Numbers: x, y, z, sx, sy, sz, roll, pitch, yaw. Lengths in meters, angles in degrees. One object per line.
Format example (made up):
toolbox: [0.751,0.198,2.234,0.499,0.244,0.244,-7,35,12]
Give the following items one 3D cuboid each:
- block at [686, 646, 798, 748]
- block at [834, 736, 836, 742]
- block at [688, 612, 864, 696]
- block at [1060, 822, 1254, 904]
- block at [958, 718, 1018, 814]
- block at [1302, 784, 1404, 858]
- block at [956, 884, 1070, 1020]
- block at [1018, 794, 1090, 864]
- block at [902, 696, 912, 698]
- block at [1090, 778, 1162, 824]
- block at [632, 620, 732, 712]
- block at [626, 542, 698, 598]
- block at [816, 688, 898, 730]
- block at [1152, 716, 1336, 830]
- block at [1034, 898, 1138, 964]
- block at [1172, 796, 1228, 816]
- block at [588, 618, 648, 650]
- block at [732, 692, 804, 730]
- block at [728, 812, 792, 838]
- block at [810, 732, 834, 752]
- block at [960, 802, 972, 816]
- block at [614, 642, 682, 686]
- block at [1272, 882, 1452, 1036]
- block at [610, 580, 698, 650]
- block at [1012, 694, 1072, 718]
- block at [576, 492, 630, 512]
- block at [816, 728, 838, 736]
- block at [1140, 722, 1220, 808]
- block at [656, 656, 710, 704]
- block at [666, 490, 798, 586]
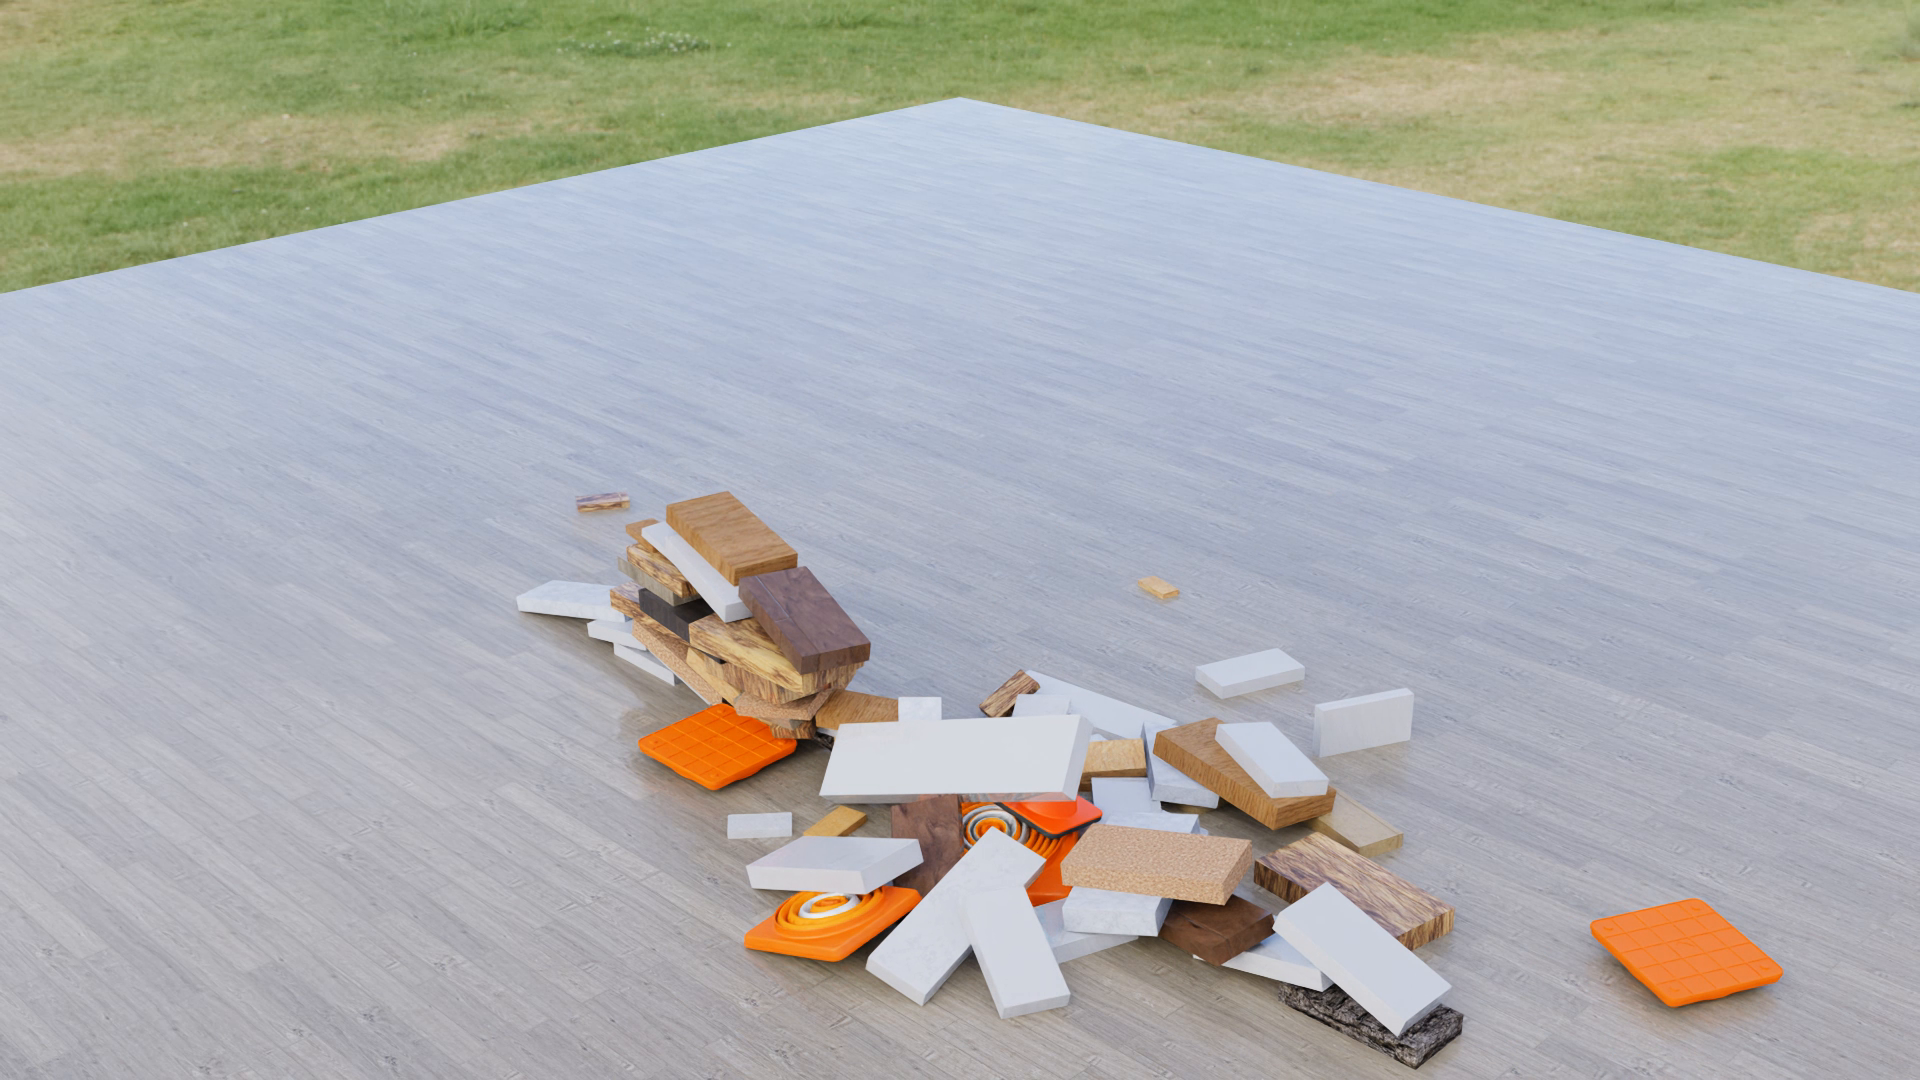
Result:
block: [-0.436,0.317,4.830,0.161,0.046,0.322,-23,49,-39]
block: [-0.174,0.444,4.605,0.087,0.025,0.175,-32,51,-31]
block: [-0.384,0.218,4.579,0.347,0.049,0.174,20,32,39]
block: [0.361,0.592,4.037,0.315,0.045,0.158,3,23,27]
block: [0.017,0.462,4.500,0.117,0.033,0.233,-6,42,-42]
block: [0.769,0.563,4.393,0.111,0.031,0.222,-13,26,-27]
block: [0.093,0.727,3.894,0.123,0.035,0.246,-8,45,-18]
block: [0.188,0.552,4.368,0.117,0.033,0.233,-4,33,-10]
block: [-0.109,0.395,4.799,0.087,0.025,0.175,6,24,14]
block: [0.336,0.557,4.399,0.134,0.038,0.267,0,23,0]
block: [-0.576,0.255,4.958,0.161,0.046,0.322,-23,47,-39]
block: [-0.626,0.054,4.890,0.126,0.036,0.252,-17,28,-32]
block: [-0.187,0.365,4.573,0.202,0.029,0.101,9,34,18]
block: [0.573,0.469,4.454,0.172,0.049,0.345,-10,28,-39]
block: [0.180,0.716,4.025,0.265,0.037,0.132,-12,26,-26]
block: [0.509,0.523,4.503,0.139,0.020,0.070,-17,28,-34]
block: [-0.756,0.209,5.134,0.114,0.032,0.229,-21,20,-40]
block: [-0.387,0.344,4.676,0.191,0.027,0.095,14,45,45]
block: [-0.400,0.570,4.393,0.127,0.018,0.063,-2,23,-4]
block: [-0.250,0.413,4.686,0.175,0.025,0.087,26,52,30]
block: [-0.065,0.490,4.473,0.202,0.029,0.101,40,41,24]
block: [-0.686,0.268,5.088,0.114,0.032,0.229,-21,31,-40]
block: [0.692,0.720,3.794,0.141,0.040,0.283,-22,51,-42]
block: [-0.629,0.154,4.975,0.161,0.046,0.322,-23,32,-40]
block: [0.164,0.411,4.696,0.117,0.033,0.233,0,31,12]
block: [-0.972,-0.104,5.980,0.140,0.020,0.070,-6,24,-14]
block: [-0.275,0.371,4.668,0.175,0.025,0.087,11,43,43]
block: [0.453,0.462,4.545,0.134,0.038,0.267,8,23,-4]
block: [-0.589,0.282,4.985,0.114,0.032,0.229,-22,46,-38]
block: [-0.499,-0.006,4.793,0.154,0.044,0.309,-15,35,-31]
